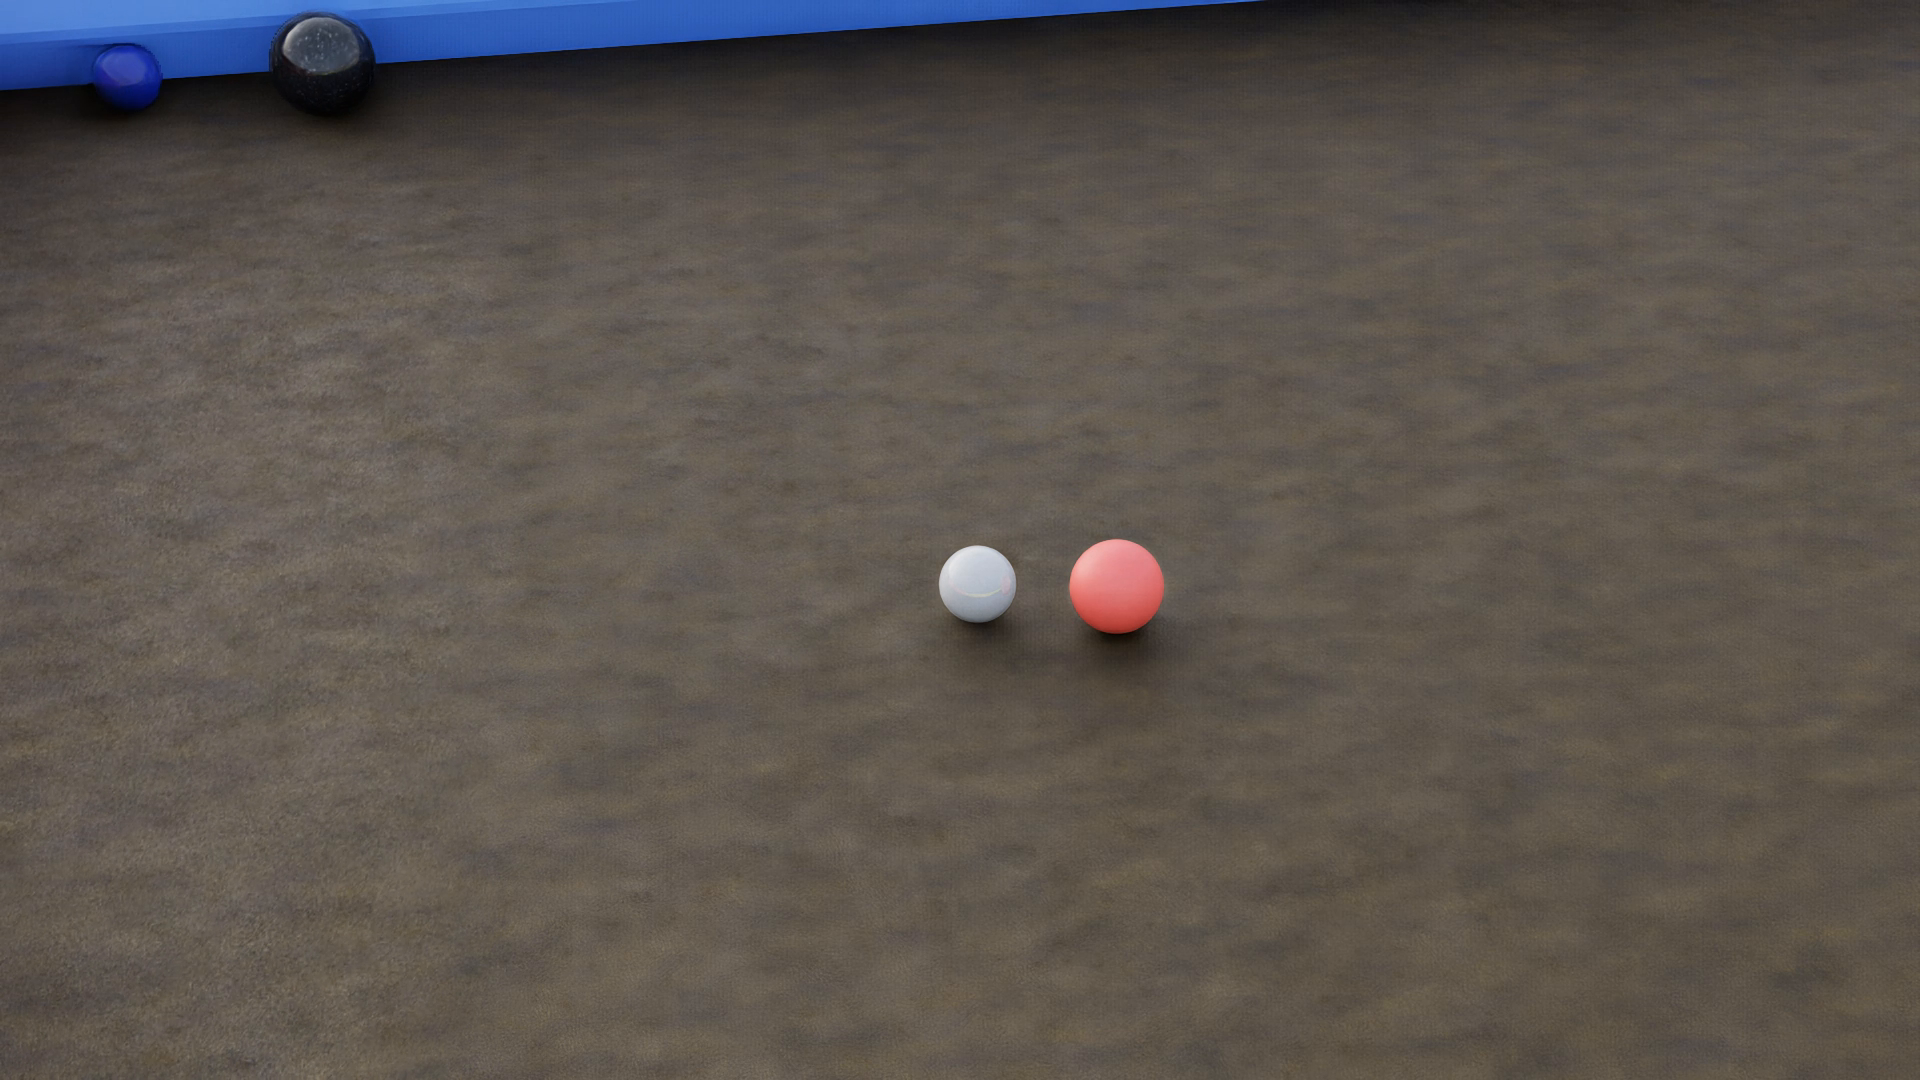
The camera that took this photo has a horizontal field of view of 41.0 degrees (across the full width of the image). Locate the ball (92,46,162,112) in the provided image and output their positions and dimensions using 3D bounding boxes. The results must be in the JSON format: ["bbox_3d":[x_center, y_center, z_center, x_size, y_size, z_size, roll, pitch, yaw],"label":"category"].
[{"bbox_3d":[-0.702,-0.389,2.163,0.055,0.055,0.055,0,36,0],"label":"ball"}]

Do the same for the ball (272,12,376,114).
[{"bbox_3d":[-0.534,-0.400,2.152,0.085,0.085,0.085,0,36,0],"label":"ball"}]

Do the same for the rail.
[{"bbox_3d":[0.603,-0.568,2.344,2.993,0.130,0.045,-6,36,-8],"label":"rail"}]

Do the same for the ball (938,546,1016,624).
[{"bbox_3d":[0.011,0.027,1.595,0.048,0.048,0.048,0,36,0],"label":"ball"}]

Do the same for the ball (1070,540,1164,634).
[{"bbox_3d":[0.097,0.029,1.584,0.059,0.059,0.059,0,36,0],"label":"ball"}]
